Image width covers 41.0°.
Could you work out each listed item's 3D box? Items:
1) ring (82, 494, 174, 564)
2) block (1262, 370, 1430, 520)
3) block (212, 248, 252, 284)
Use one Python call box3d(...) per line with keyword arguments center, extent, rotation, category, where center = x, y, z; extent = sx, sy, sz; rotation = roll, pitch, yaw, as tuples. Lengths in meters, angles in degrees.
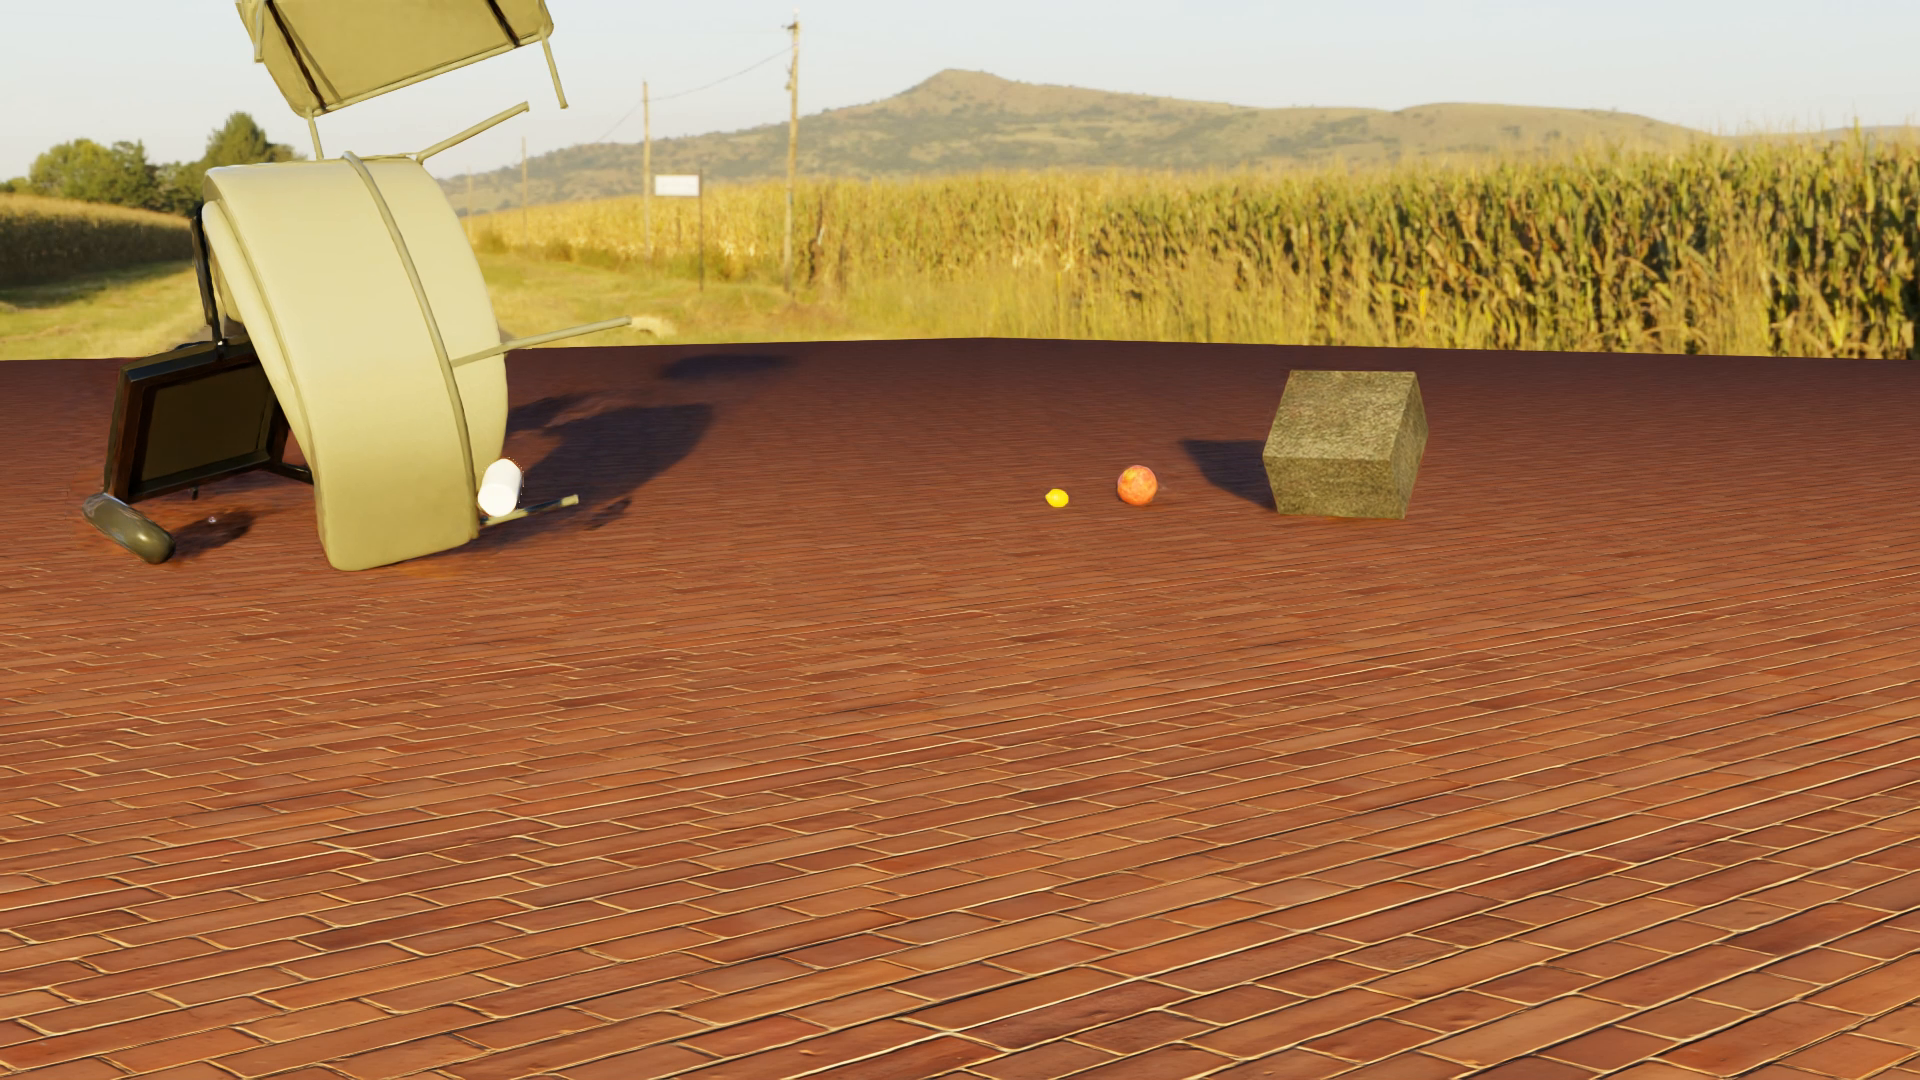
box3d(center=(-1.921, -0.027, 5.927), extent=(0.345, 0.082, 0.196), rotation=(21, -17, 48), category="ring")
box3d(center=(1.062, -0.264, 7.047), extent=(0.353, 0.231, 0.334), rotation=(3, 49, 25), category="block")
box3d(center=(-1.702, -0.642, 6.005), extent=(0.059, 0.059, 0.037), rotation=(37, 3, 10), category="block")
